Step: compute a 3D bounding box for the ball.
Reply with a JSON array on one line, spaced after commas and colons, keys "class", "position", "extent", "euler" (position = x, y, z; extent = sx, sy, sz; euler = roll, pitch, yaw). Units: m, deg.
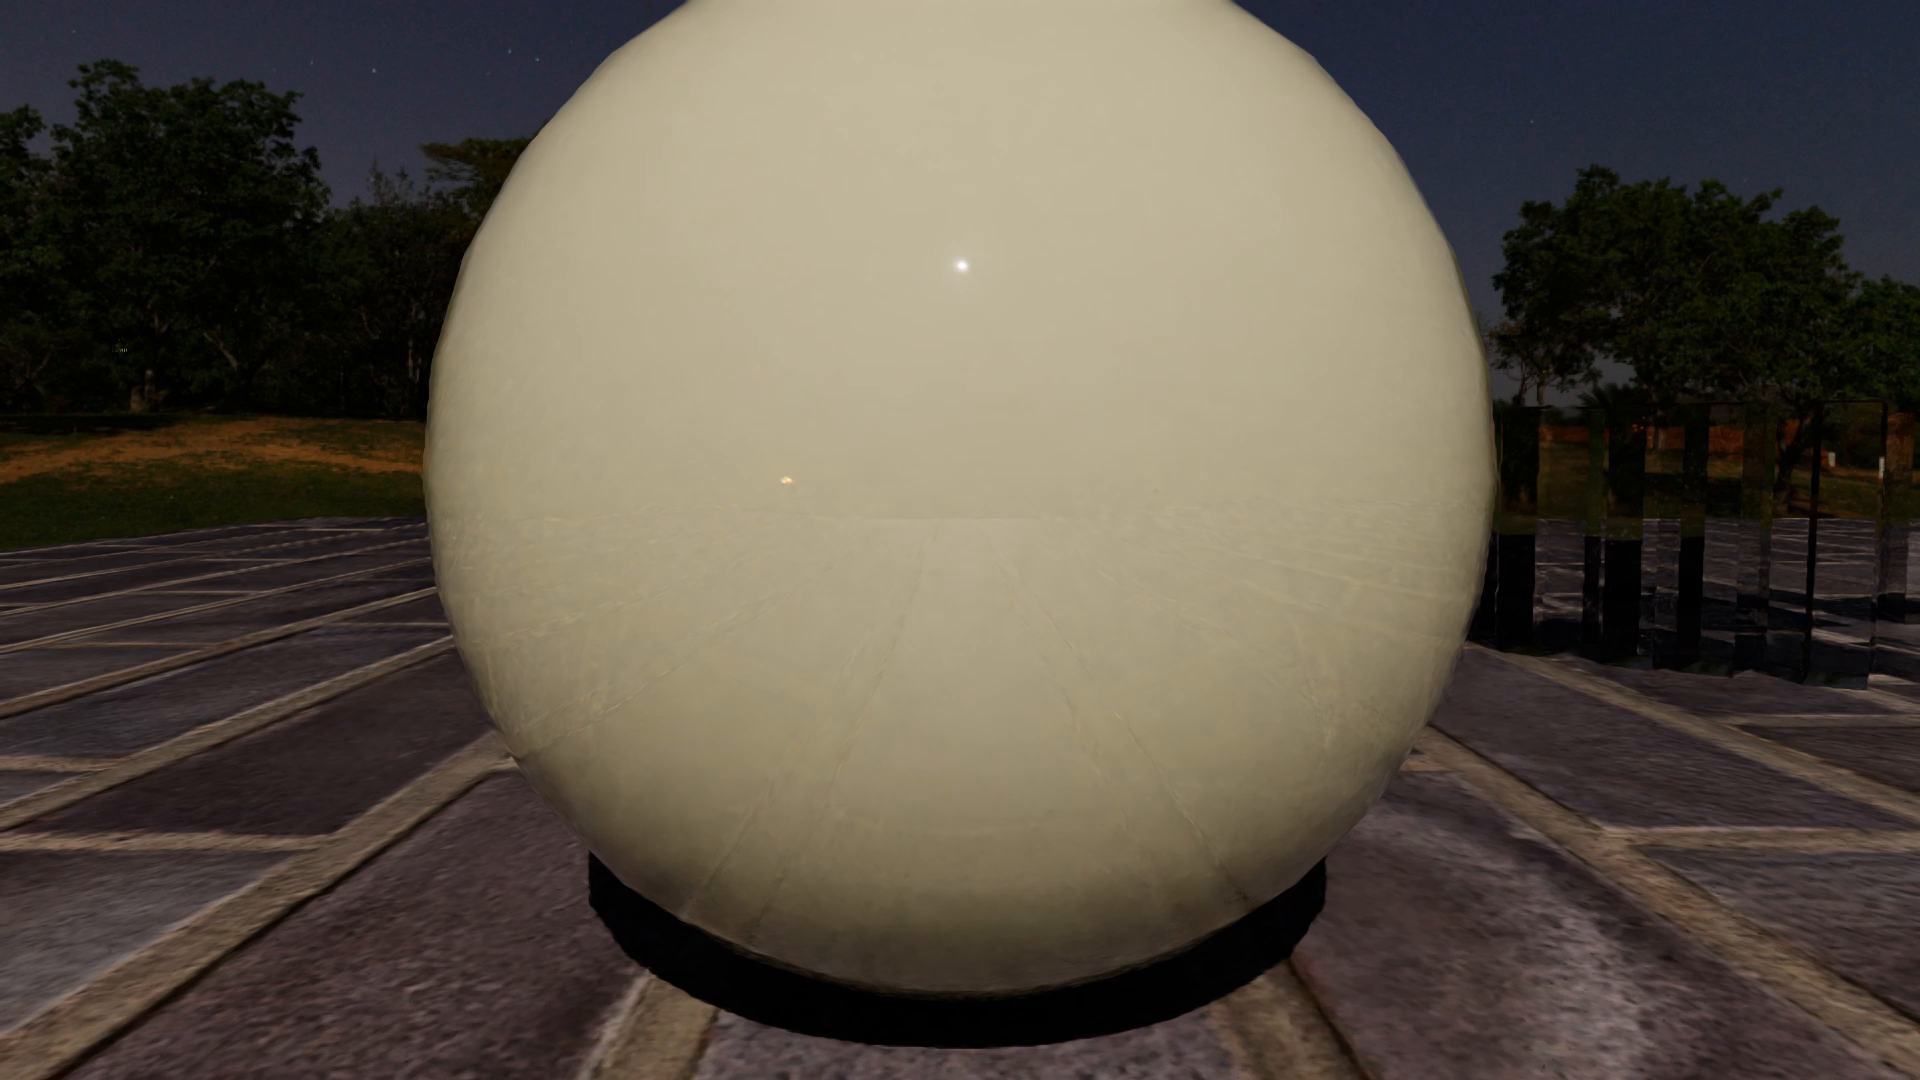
[{"class": "ball", "position": [0.000, -0.005, 0.103], "extent": [0.080, 0.080, 0.080], "euler": [0, 4, 0]}]

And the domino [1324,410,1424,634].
[{"class": "domino", "position": [0.096, -0.005, 0.297], "extent": [0.025, 0.050, 0.009], "euler": [-4, 6, -42]}]

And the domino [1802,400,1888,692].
[{"class": "domino", "position": [0.160, 0.000, 0.232], "extent": [0.009, 0.050, 0.025], "euler": [3, 5, 37]}]

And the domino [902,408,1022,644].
[{"class": "domino", "position": [0.001, -0.003, 0.278], "extent": [0.025, 0.050, 0.010], "euler": [0, 4, 3]}]

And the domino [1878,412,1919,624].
[{"class": "domino", "position": [0.233, -0.006, 0.311], "extent": [0.009, 0.050, 0.025], "euler": [2, 5, 24]}]

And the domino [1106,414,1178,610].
[{"class": "domino", "position": [0.049, -0.008, 0.340], "extent": [0.009, 0.050, 0.025], "euler": [3, 5, 30]}]

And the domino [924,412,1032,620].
[{"class": "domino", "position": [0.005, -0.006, 0.314], "extent": [0.025, 0.050, 0.009], "euler": [1, 4, 12]}]

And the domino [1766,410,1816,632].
[{"class": "domino", "position": [0.185, -0.005, 0.299], "extent": [0.025, 0.050, 0.009], "euler": [3, 5, 35]}]

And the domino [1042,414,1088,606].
[{"class": "domino", "position": [0.028, -0.008, 0.347], "extent": [0.010, 0.050, 0.025], "euler": [0, 4, -2]}]

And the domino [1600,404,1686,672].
[{"class": "domino", "position": [0.136, -0.001, 0.250], "extent": [0.025, 0.050, 0.009], "euler": [-3, 6, -39]}]

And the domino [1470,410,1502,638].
[{"class": "domino", "position": [0.108, -0.004, 0.283], "extent": [0.025, 0.050, 0.010], "euler": [-4, 6, -41]}]

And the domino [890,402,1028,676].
[{"class": "domino", "position": [0.000, 0.000, 0.239], "extent": [0.025, 0.050, 0.010], "euler": [0, 4, 0]}]

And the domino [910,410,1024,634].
[{"class": "domino", "position": [0.002, -0.004, 0.293], "extent": [0.025, 0.050, 0.009], "euler": [0, 4, 5]}]

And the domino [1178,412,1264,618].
[{"class": "domino", "position": [0.067, -0.007, 0.326], "extent": [0.010, 0.050, 0.025], "euler": [4, 6, 42]}]

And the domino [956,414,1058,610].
[{"class": "domino", "position": [0.012, -0.008, 0.335], "extent": [0.025, 0.050, 0.009], "euler": [3, 5, 31]}]

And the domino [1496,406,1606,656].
[{"class": "domino", "position": [0.123, -0.002, 0.266], "extent": [0.025, 0.050, 0.010], "euler": [-4, 6, -40]}]

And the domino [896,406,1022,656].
[{"class": "domino", "position": [0.000, -0.002, 0.262], "extent": [0.025, 0.050, 0.009], "euler": [0, 4, 2]}]

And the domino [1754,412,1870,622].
[{"class": "domino", "position": [0.210, -0.006, 0.317], "extent": [0.009, 0.050, 0.025], "euler": [0, 4, -1]}]

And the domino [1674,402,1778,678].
[{"class": "domino", "position": [0.146, -0.001, 0.244], "extent": [0.010, 0.050, 0.025], "euler": [4, 6, 44]}]

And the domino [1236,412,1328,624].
[{"class": "domino", "position": [0.079, -0.006, 0.314], "extent": [0.010, 0.050, 0.025], "euler": [4, 6, 45]}]

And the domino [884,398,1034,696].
[{"class": "domino", "position": [0.000, 0.001, 0.220], "extent": [0.025, 0.050, 0.009], "euler": [0, 4, -1]}]

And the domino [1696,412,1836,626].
[{"class": "domino", "position": [0.195, -0.006, 0.311], "extent": [0.010, 0.050, 0.025], "euler": [-3, 5, -35]}]

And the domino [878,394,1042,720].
[{"class": "domino", "position": [0.000, 0.002, 0.201], "extent": [0.025, 0.050, 0.010], "euler": [0, 4, 0]}]
